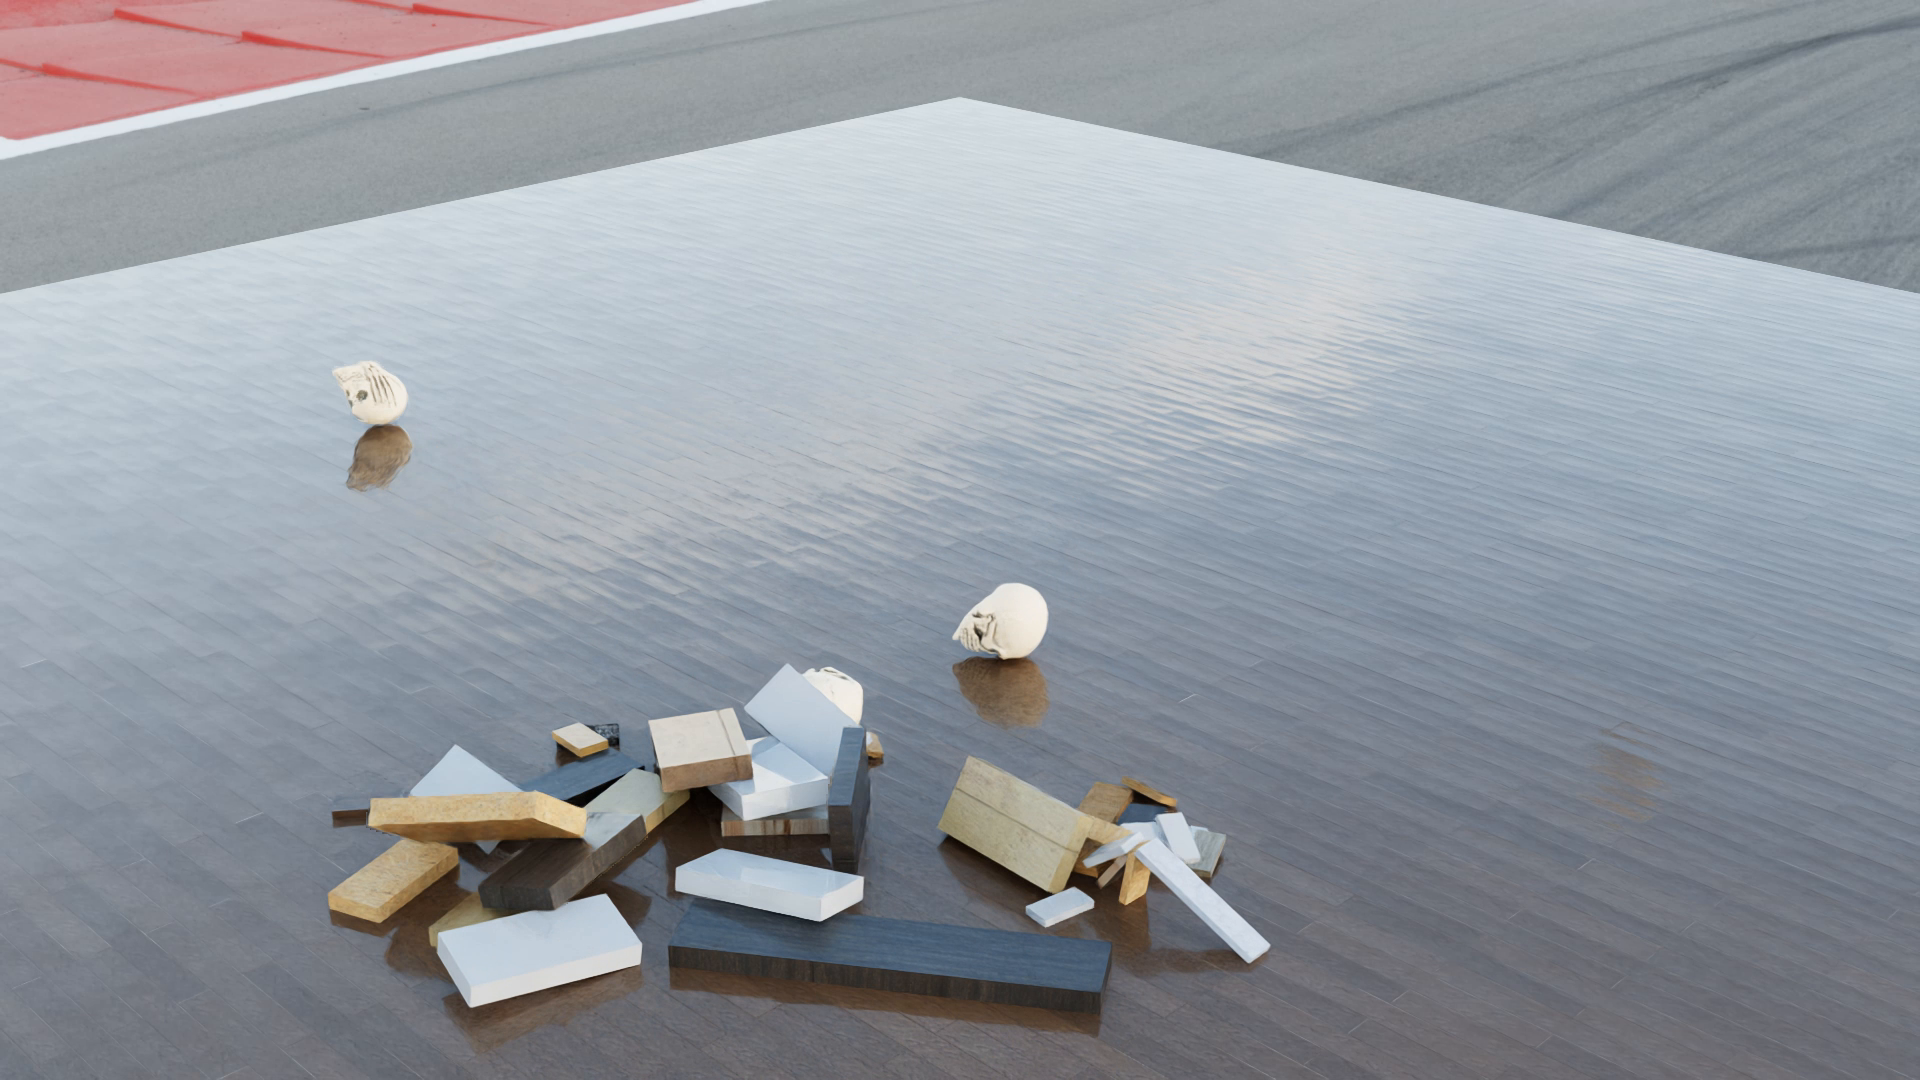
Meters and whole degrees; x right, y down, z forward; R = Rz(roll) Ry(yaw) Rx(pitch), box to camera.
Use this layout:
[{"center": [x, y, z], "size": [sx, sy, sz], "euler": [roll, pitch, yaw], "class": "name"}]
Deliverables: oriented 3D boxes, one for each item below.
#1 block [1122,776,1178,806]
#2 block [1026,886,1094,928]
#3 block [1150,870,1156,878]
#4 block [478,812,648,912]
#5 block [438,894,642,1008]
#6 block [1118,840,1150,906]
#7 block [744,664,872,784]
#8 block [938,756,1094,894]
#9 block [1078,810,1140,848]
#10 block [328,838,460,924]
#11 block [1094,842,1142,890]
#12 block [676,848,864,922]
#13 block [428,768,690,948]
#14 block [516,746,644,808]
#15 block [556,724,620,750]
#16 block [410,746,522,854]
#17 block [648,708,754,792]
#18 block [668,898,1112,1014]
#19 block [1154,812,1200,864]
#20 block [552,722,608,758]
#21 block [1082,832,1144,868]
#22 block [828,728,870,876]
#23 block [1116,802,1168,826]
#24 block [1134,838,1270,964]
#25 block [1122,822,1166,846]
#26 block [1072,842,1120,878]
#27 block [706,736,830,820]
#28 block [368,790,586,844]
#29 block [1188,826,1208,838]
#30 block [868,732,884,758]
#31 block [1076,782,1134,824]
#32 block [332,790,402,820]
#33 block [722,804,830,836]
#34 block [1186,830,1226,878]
[{"center": [0.387, 0.514, 4.496], "size": [0.109, 0.015, 0.054], "euler": [24, 1, 43], "class": "block"}, {"center": [0.187, 0.687, 4.120], "size": [0.117, 0.017, 0.059], "euler": [-16, 28, -33], "class": "block"}, {"center": [0.362, 0.621, 4.278], "size": [0.054, 0.015, 0.109], "euler": [-9, 25, -20], "class": "block"}, {"center": [-0.743, 0.600, 4.130], "size": [0.160, 0.045, 0.320], "euler": [-2, 17, 26], "class": "block"}, {"center": [-0.749, 0.729, 3.924], "size": [0.320, 0.045, 0.160], "euler": [-9, 32, -32], "class": "block"}, {"center": [0.333, 0.625, 4.135], "size": [0.059, 0.119, 0.017], "euler": [-22, 41, -41], "class": "block"}, {"center": [-0.321, 0.387, 4.626], "size": [0.135, 0.038, 0.269], "euler": [-46, 55, -10], "class": "block"}, {"center": [0.105, 0.550, 4.265], "size": [0.314, 0.157, 0.044], "euler": [24, 0, 43], "class": "block"}, {"center": [0.265, 0.563, 4.239], "size": [0.165, 0.015, 0.054], "euler": [18, 43, 22], "class": "block"}, {"center": [-1.079, 0.645, 4.198], "size": [0.118, 0.034, 0.237], "euler": [11, 25, 24], "class": "block"}, {"center": [0.306, 0.618, 4.169], "size": [0.059, 0.119, 0.017], "euler": [-22, 67, -41], "class": "block"}, {"center": [-0.357, 0.643, 4.113], "size": [0.314, 0.044, 0.157], "euler": [7, 9, 26], "class": "block"}, {"center": [-0.761, 0.618, 4.256], "size": [0.135, 0.038, 0.665], "euler": [11, 25, 24], "class": "block"}, {"center": [-0.817, 0.515, 4.503], "size": [0.118, 0.034, 0.340], "euler": [21, 31, 40], "class": "block"}, {"center": [-0.802, 0.423, 4.739], "size": [0.132, 0.019, 0.066], "euler": [-4, 23, -8], "class": "block"}, {"center": [-0.979, 0.518, 4.407], "size": [0.269, 0.038, 0.135], "euler": [24, 65, 43], "class": "block"}, {"center": [-0.535, 0.429, 4.518], "size": [0.180, 0.051, 0.360], "euler": [-8, 12, -10], "class": "block"}, {"center": [-0.125, 0.744, 3.949], "size": [0.780, 0.045, 0.160], "euler": [4, 23, 10], "class": "block"}, {"center": [0.422, 0.578, 4.263], "size": [0.054, 0.015, 0.109], "euler": [-1, 46, -22], "class": "block"}, {"center": [-0.807, 0.424, 4.670], "size": [0.066, 0.019, 0.132], "euler": [-17, 22, -32], "class": "block"}, {"center": [0.289, 0.585, 4.149], "size": [0.059, 0.017, 0.119], "euler": [-31, -1, -41], "class": "block"}, {"center": [-0.217, 0.514, 4.345], "size": [0.044, 0.157, 0.314], "euler": [-2, 23, 4], "class": "block"}, {"center": [0.338, 0.578, 4.313], "size": [0.081, 0.023, 0.163], "euler": [3, 33, 31], "class": "block"}, {"center": [0.444, 0.660, 4.035], "size": [0.292, 0.017, 0.058], "euler": [42, 41, 24], "class": "block"}, {"center": [0.369, 0.575, 4.269], "size": [0.109, 0.015, 0.054], "euler": [1, 47, -23], "class": "block"}, {"center": [0.223, 0.608, 4.256], "size": [0.163, 0.023, 0.081], "euler": [7, 27, 39], "class": "block"}, {"center": [-0.409, 0.480, 4.464], "size": [0.180, 0.051, 0.360], "euler": [-10, 12, -21], "class": "block"}, {"center": [-0.909, 0.524, 4.149], "size": [0.360, 0.051, 0.180], "euler": [-5, -20, 20], "class": "block"}, {"center": [0.431, 0.583, 4.367], "size": [0.109, 0.015, 0.054], "euler": [8, 24, 18], "class": "block"}, {"center": [-0.194, 0.437, 4.699], "size": [0.045, 0.013, 0.091], "euler": [12, 19, -18], "class": "block"}, {"center": [0.288, 0.543, 4.450], "size": [0.081, 0.023, 0.163], "euler": [9, 25, 21], "class": "block"}, {"center": [-1.204, 0.539, 4.468], "size": [0.132, 0.019, 0.066], "euler": [-3, 23, -8], "class": "block"}, {"center": [-0.358, 0.548, 4.426], "size": [0.237, 0.034, 0.118], "euler": [-1, 23, -3], "class": "block"}, {"center": [0.474, 0.610, 4.279], "size": [0.058, 0.017, 0.117], "euler": [8, 33, 19], "class": "block"}]
